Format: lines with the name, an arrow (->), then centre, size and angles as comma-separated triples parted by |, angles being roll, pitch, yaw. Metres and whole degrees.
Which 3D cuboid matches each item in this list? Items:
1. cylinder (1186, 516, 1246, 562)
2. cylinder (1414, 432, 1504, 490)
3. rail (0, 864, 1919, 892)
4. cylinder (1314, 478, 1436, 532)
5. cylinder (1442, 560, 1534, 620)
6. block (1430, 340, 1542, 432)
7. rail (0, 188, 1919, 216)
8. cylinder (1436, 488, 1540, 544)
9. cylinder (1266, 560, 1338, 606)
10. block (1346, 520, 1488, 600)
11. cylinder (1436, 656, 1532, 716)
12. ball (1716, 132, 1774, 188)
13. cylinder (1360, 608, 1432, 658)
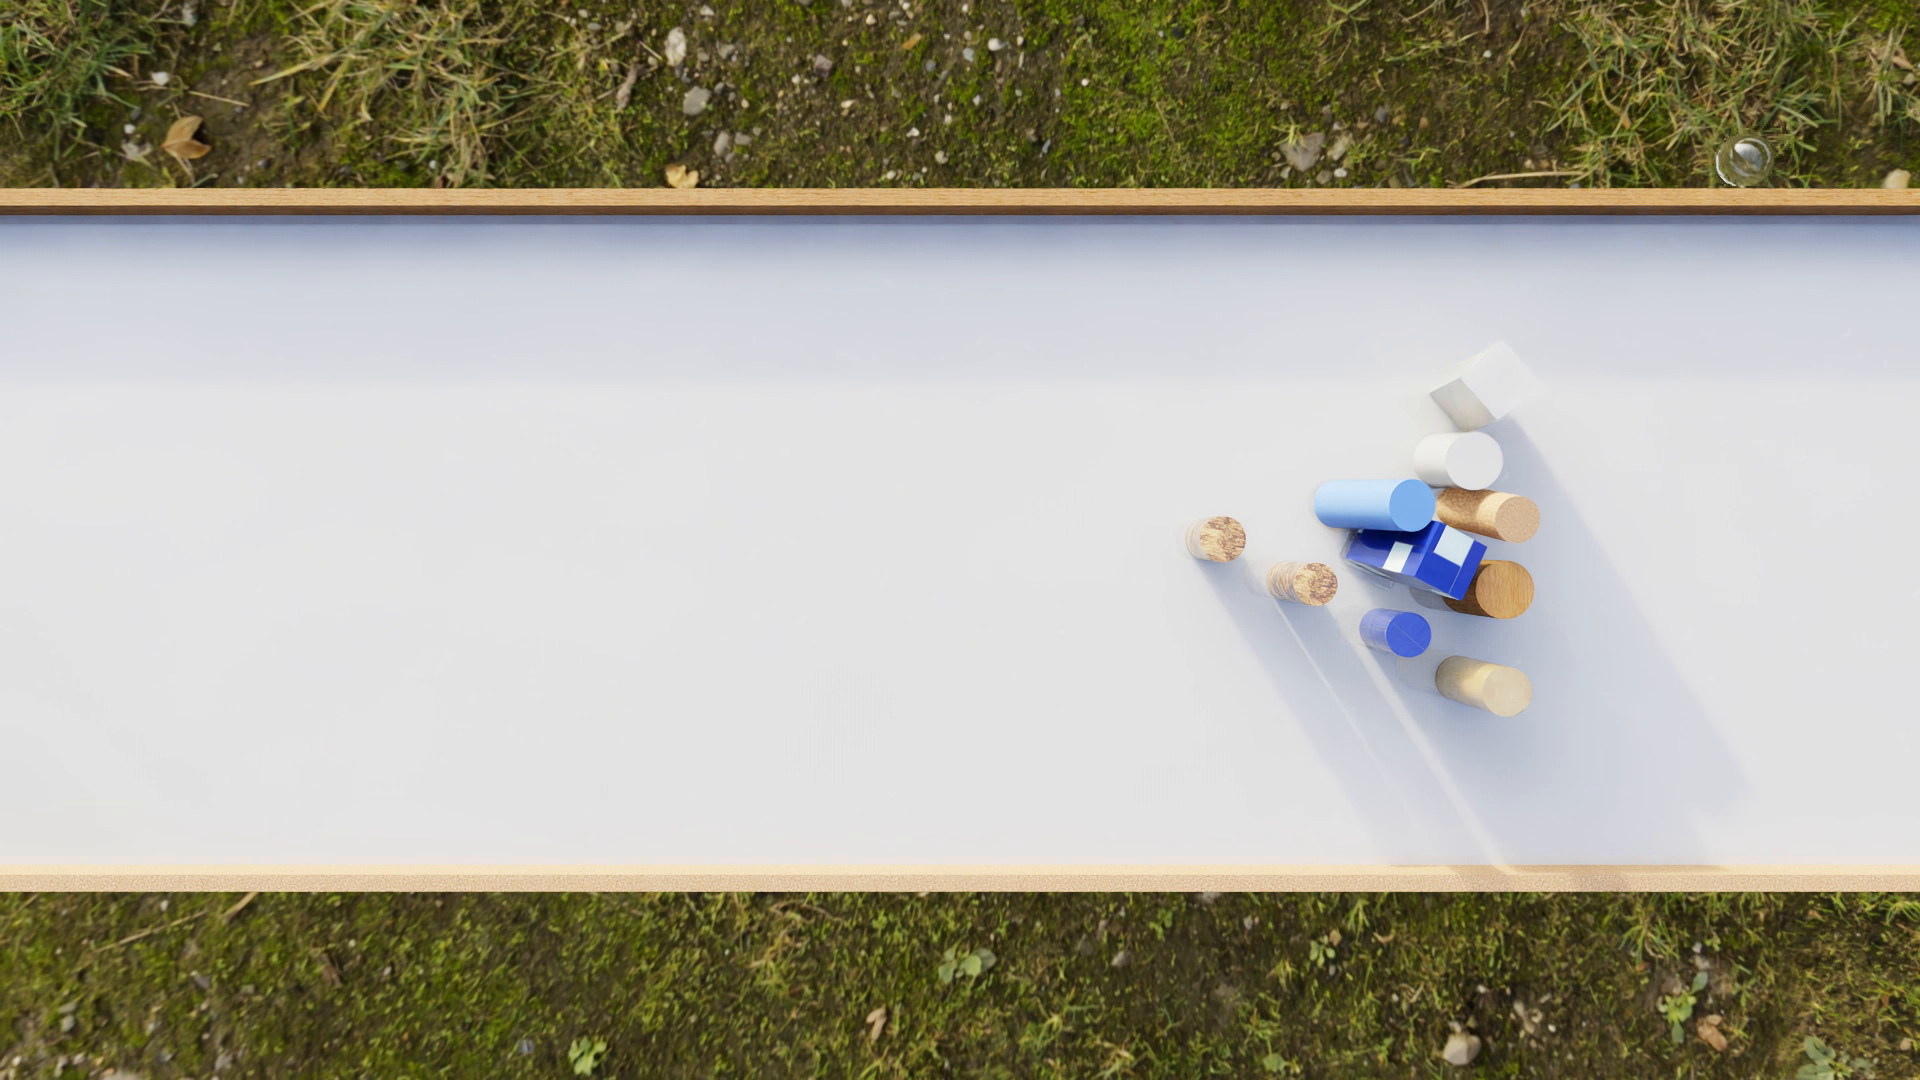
cylinder -> 0.759, -0.002, 4.917 | 0.133, 0.319, 0.133 | 0, 90, 0
cylinder -> 1.478, -0.237, 4.906 | 0.167, 0.331, 0.167 | 0, 93, 0
rail -> -2.247, 1.025, 5.001 | 12.000, 0.150, 0.050 | 0, 90, 0
cylinder -> 1.212, -0.104, 4.848 | 0.148, 0.433, 0.148 | -1, 92, -16
cylinder -> 1.561, 0.143, 4.900 | 0.169, 0.353, 0.169 | 0, 90, 0
block -> 1.552, -0.450, 4.895 | 0.165, 0.355, 0.165 | -41, 87, 0
rail -> -2.247, -1.025, 5.002 | 12.000, 0.150, 0.050 | 0, 90, 0
cylinder -> 1.551, -0.081, 4.859 | 0.135, 0.418, 0.135 | -1, 97, -6
cylinder -> 1.004, 0.125, 4.865 | 0.123, 0.424, 0.123 | 0, 90, 0
block -> 1.337, 0.037, 4.858 | 0.171, 0.405, 0.171 | 26, 90, -16
cylinder -> 1.532, 0.425, 4.848 | 0.140, 0.458, 0.140 | 0, 90, 0
ball -> 3.628, -1.755, 7.623 | 0.246, 0.246, 0.246 | 0, 90, 0
cylinder -> 1.293, 0.273, 4.915 | 0.131, 0.323, 0.131 | 0, 90, 0
